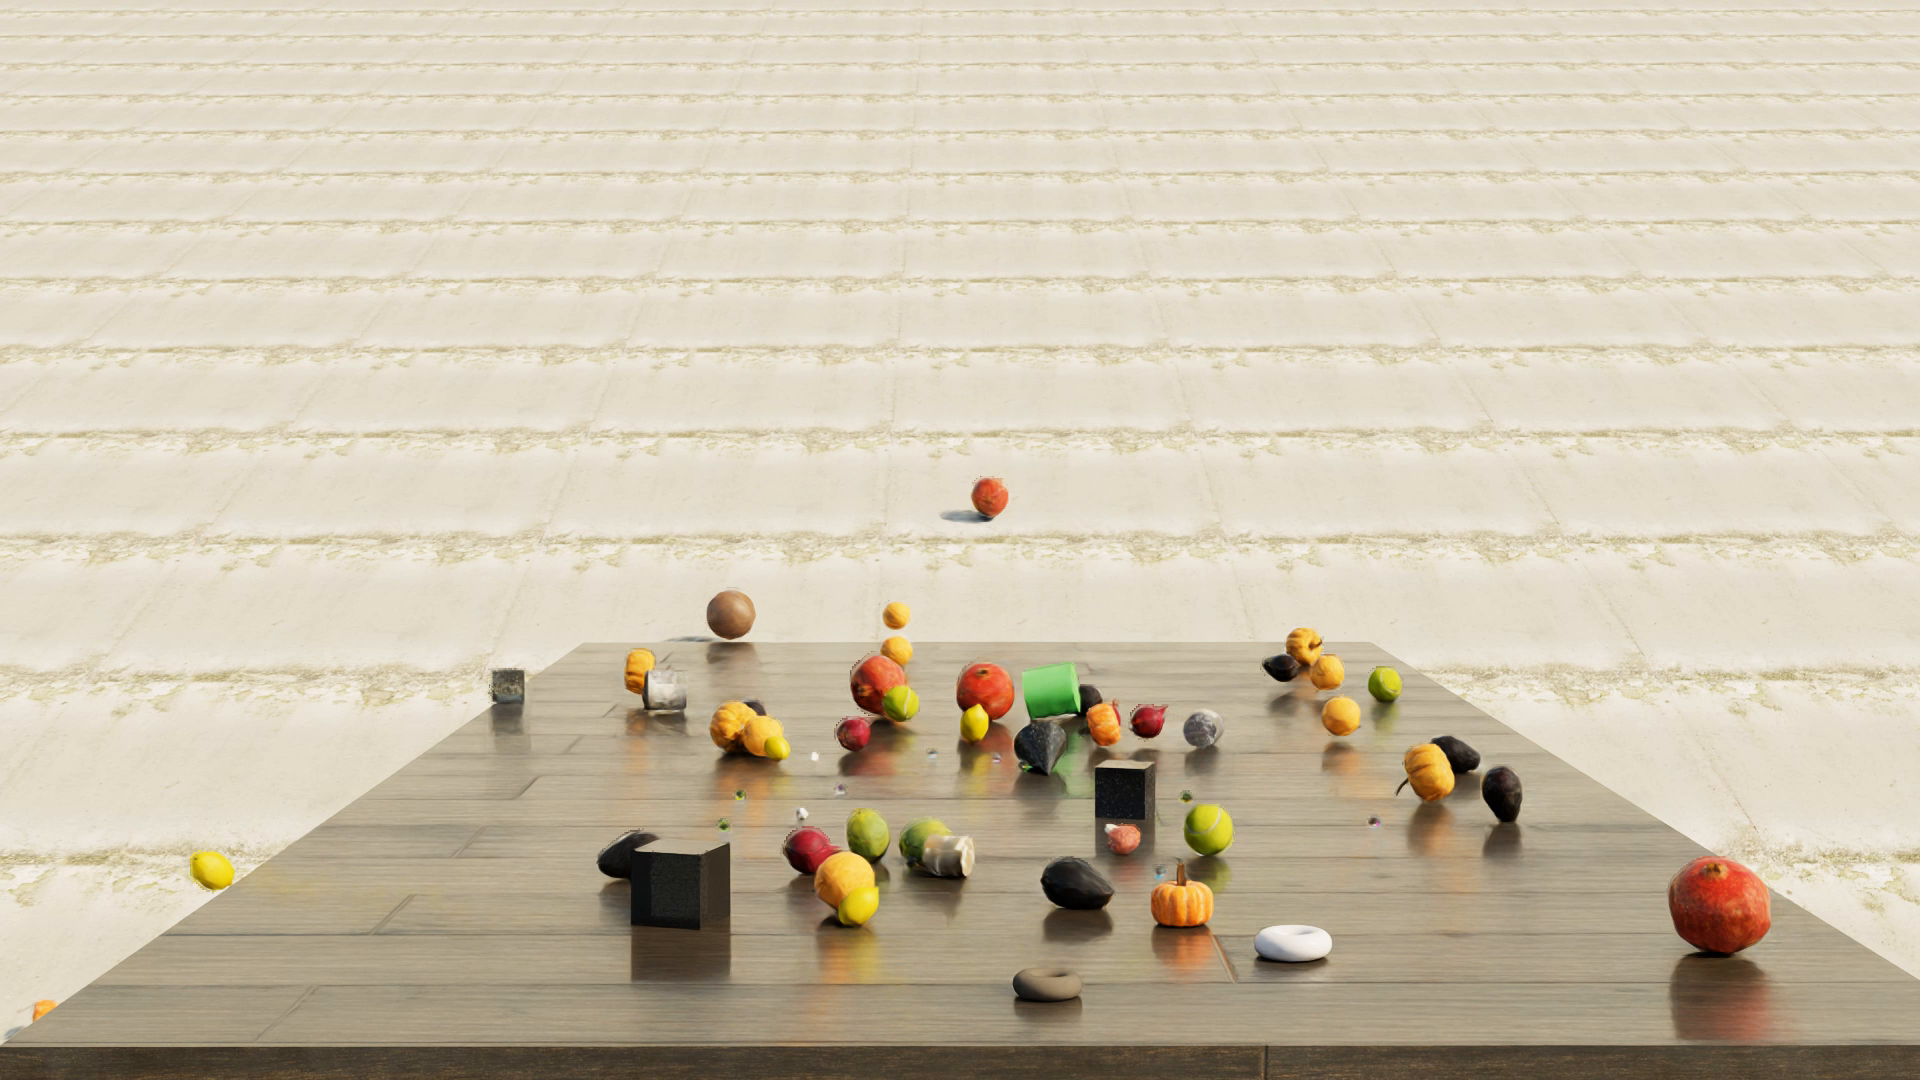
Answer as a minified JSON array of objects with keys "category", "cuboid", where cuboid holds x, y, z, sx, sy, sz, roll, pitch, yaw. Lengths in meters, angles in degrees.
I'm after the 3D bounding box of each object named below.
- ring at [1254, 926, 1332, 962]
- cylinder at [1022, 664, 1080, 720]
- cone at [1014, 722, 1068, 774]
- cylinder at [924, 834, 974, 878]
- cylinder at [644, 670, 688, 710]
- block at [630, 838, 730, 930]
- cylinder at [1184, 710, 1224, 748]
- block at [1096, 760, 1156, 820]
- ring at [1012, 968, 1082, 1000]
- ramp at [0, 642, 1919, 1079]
[{"category":"ring","cuboid":[0.380,0.460,2.932,0.089,0.030,0.089,-1,3,0]},{"category":"cylinder","cuboid":[0.178,0.295,4.999,0.095,0.095,0.095,-10,19,9]},{"category":"cone","cuboid":[0.142,0.370,4.329,0.092,0.092,0.092,-2,30,-6]},{"category":"cylinder","cuboid":[-0.015,0.419,3.410,0.053,0.053,0.053,1,20,19]},{"category":"cylinder","cuboid":[-0.590,0.301,5.140,0.078,0.078,0.078,3,19,-15]},{"category":"block","cuboid":[-0.340,0.418,3.127,0.091,0.091,0.091,1,4,19]},{"category":"cylinder","cuboid":[0.441,0.341,4.645,0.061,0.061,0.061,7,5,18]},{"category":"block","cuboid":[0.251,0.379,3.897,0.077,0.077,0.077,1,4,16]},{"category":"ring","cuboid":[0.093,0.474,2.742,0.075,0.025,0.075,1,2,0]},{"category":"ramp","cuboid":[0.047,0.429,4.533,2.000,0.100,4.000,0,3,0]}]
